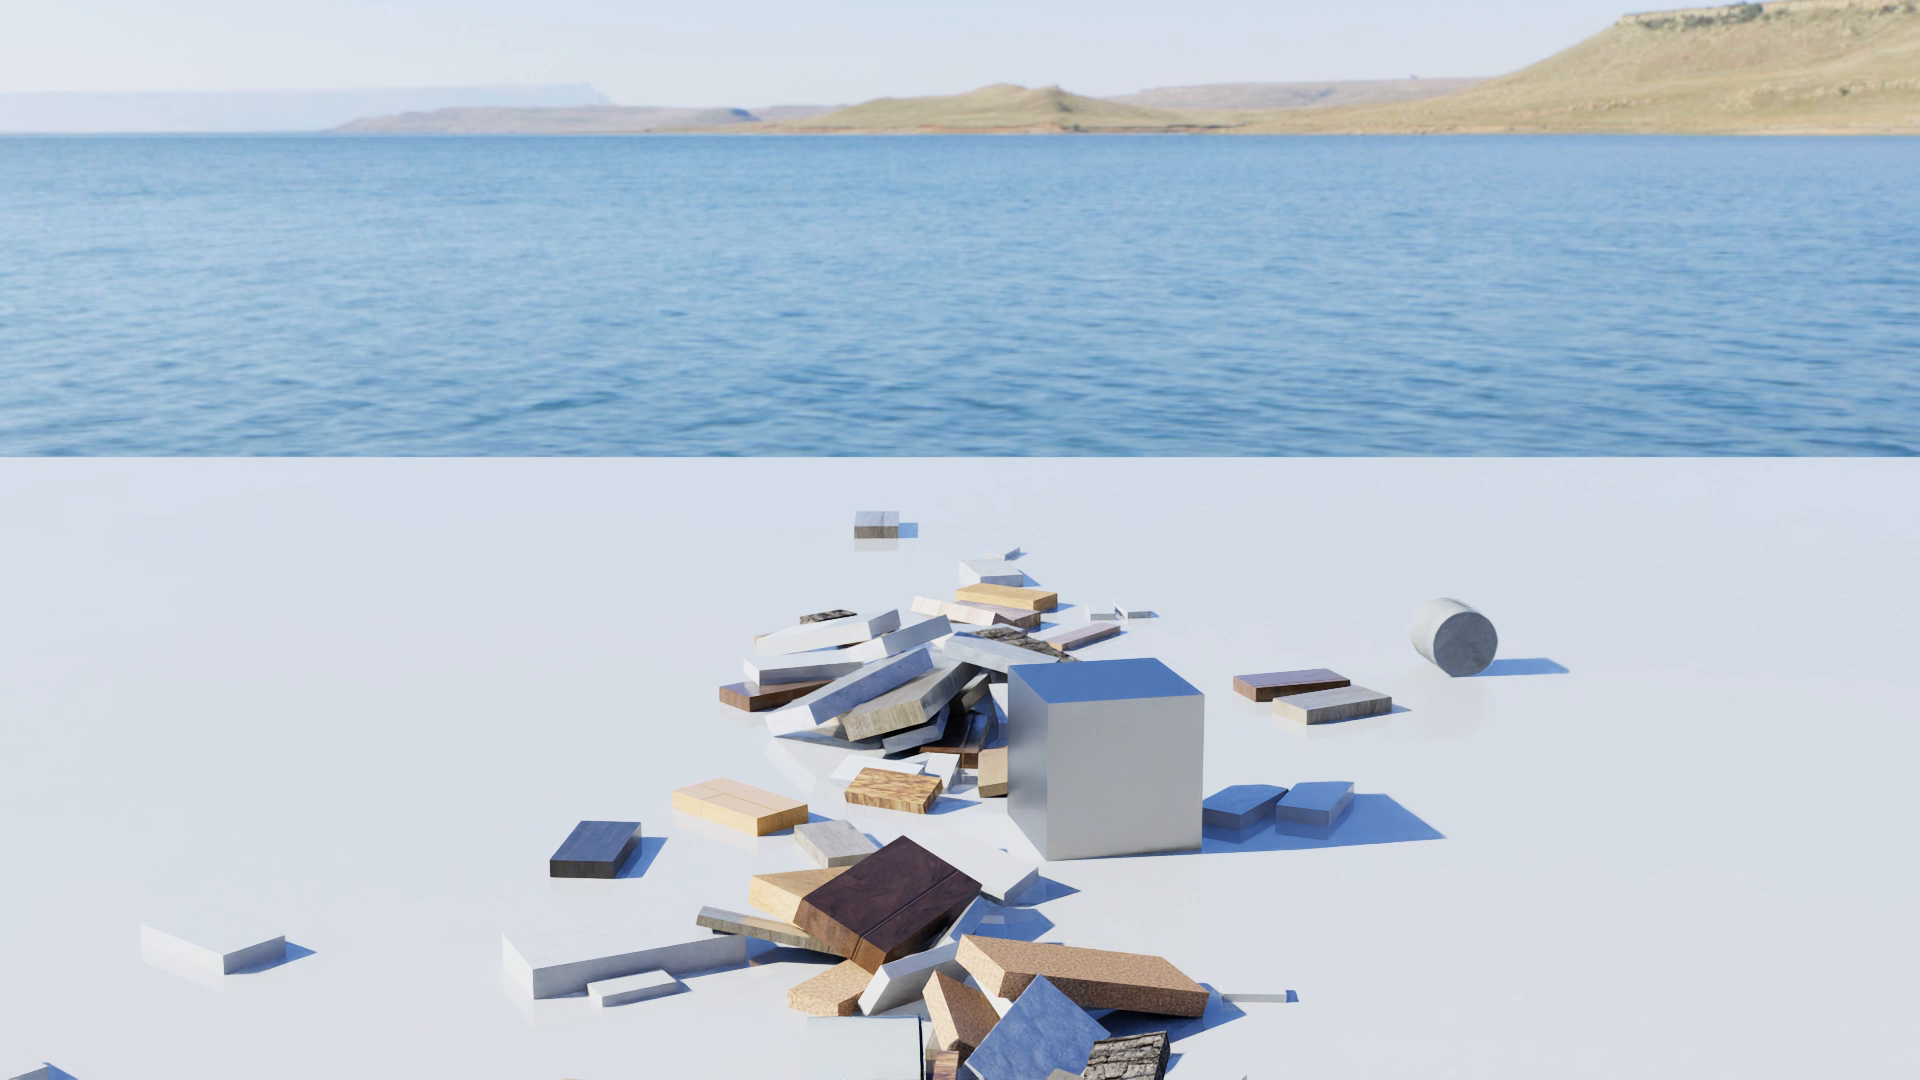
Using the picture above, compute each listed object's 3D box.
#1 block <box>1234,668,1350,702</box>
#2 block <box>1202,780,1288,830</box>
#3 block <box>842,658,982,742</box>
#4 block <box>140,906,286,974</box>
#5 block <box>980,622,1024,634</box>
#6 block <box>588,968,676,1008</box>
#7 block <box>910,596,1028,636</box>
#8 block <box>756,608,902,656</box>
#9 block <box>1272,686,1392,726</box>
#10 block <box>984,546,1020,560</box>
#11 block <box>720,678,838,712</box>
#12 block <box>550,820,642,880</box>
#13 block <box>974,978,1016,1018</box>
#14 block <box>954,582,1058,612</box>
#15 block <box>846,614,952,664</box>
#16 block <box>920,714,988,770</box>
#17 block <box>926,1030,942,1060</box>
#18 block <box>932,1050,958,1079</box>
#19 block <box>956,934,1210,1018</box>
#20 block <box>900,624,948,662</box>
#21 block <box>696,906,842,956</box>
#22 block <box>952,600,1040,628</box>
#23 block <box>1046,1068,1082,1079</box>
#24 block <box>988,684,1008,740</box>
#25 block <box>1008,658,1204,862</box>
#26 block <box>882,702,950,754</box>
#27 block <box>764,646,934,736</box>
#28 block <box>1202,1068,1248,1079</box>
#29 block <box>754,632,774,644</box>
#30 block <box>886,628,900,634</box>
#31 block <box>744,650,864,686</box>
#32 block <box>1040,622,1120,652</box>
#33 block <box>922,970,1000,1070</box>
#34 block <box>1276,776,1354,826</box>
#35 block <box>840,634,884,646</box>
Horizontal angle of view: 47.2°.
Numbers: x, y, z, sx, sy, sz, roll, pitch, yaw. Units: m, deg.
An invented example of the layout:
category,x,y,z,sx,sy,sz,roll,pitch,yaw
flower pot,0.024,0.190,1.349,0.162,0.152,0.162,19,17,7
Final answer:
category,x,y,z,sx,sy,sz,roll,pitch,yaw
block,0.752,0.329,4.985,0.235,0.033,0.117,-3,11,-18
block,0.525,0.494,4.110,0.099,0.028,0.199,7,13,34
block,-0.094,0.325,4.648,0.168,0.048,0.493,-16,5,16
block,-1.162,0.620,3.420,0.220,0.031,0.110,8,13,37
block,0.098,0.221,5.220,0.064,0.018,0.129,14,11,23
block,-0.484,0.661,3.244,0.117,0.017,0.058,-6,12,-30
block,0.024,0.200,5.502,0.277,0.039,0.139,10,-12,43
block,-0.316,0.225,5.308,0.312,0.044,0.156,-11,5,27
block,0.815,0.361,4.813,0.235,0.033,0.117,-6,12,-29
block,0.125,0.039,6.584,0.066,0.019,0.132,4,11,21
block,-0.403,0.338,4.931,0.245,0.035,0.122,-8,13,-38
block,-0.636,0.541,3.849,0.110,0.031,0.220,1,11,4
block,0.103,0.652,3.103,0.125,0.035,0.250,23,4,-17
block,0.124,0.156,5.910,0.248,0.035,0.124,7,13,33
block,-0.152,0.233,5.001,0.156,0.044,0.449,-19,-1,-17
block,-0.010,0.413,4.532,0.116,0.033,0.294,1,11,5
block,-0.012,0.690,3.011,0.058,0.017,0.117,0,3,6
block,-0.020,0.701,2.658,0.027,0.094,0.189,1,11,3
block,0.176,0.621,3.130,0.344,0.038,0.134,12,7,-28
block,-0.072,0.282,5.217,0.139,0.039,0.584,0,11,-2
block,-0.259,0.605,3.371,0.287,0.017,0.058,12,4,1
block,0.071,0.197,5.687,0.248,0.035,0.124,7,13,34
block,0.129,0.730,2.652,0.134,0.038,0.268,15,16,19
block,0.231,0.358,4.674,0.324,0.041,0.143,-2,31,-8
block,0.258,0.390,3.971,0.284,0.284,0.284,-2,11,-13
block,-0.089,0.382,4.554,0.116,0.033,0.232,-16,9,7
block,-0.233,0.321,4.661,0.337,0.048,0.168,-24,4,-39
block,0.341,0.725,2.907,0.046,0.013,0.093,6,12,28
block,-0.426,0.242,5.491,0.169,0.019,0.068,-10,15,-44
block,-0.205,0.226,5.578,0.066,0.019,0.132,-5,12,-24
block,-0.356,0.289,5.004,0.245,0.035,0.122,-4,11,-21
block,0.303,0.241,5.497,0.064,0.018,0.262,8,13,36
block,0.027,0.670,2.981,0.125,0.035,0.250,28,5,-12
block,0.669,0.490,4.132,0.099,0.028,0.199,5,11,23
block,-0.234,0.248,5.456,0.136,0.019,0.068,1,11,4
